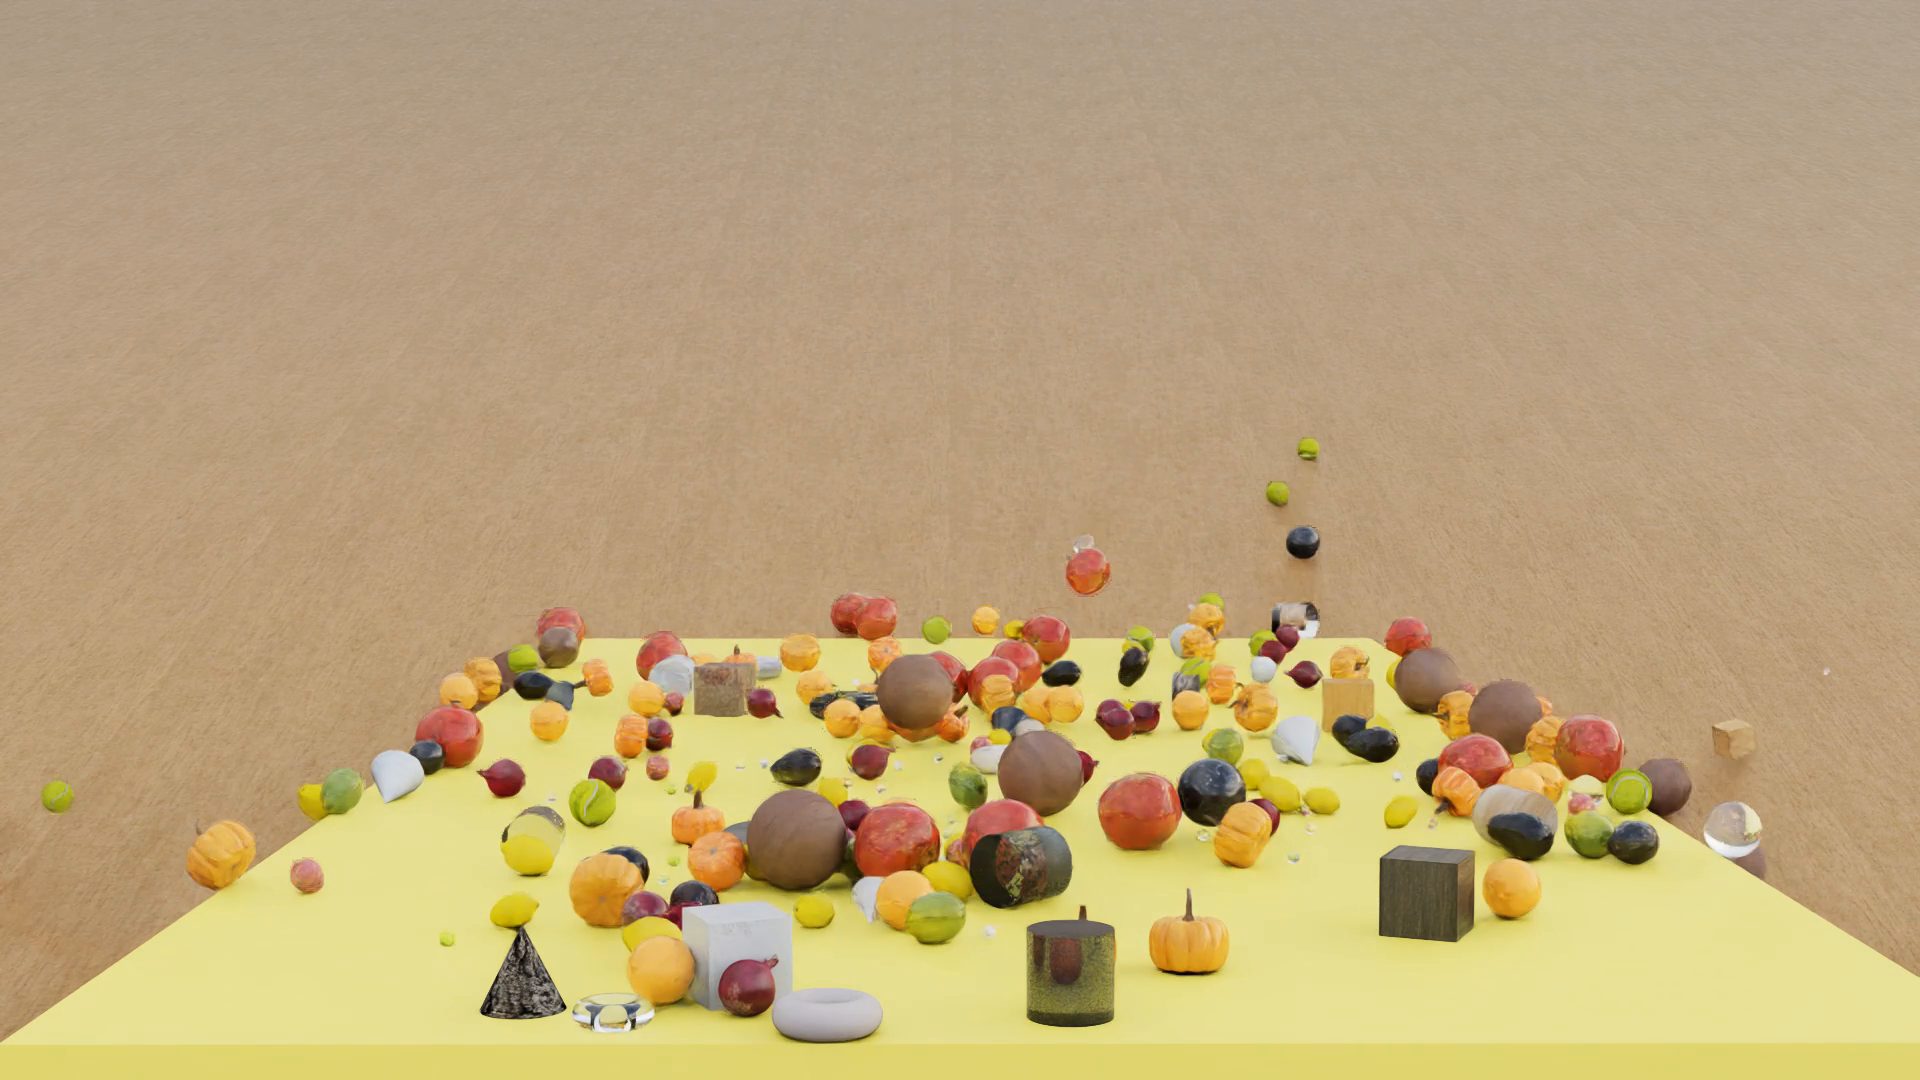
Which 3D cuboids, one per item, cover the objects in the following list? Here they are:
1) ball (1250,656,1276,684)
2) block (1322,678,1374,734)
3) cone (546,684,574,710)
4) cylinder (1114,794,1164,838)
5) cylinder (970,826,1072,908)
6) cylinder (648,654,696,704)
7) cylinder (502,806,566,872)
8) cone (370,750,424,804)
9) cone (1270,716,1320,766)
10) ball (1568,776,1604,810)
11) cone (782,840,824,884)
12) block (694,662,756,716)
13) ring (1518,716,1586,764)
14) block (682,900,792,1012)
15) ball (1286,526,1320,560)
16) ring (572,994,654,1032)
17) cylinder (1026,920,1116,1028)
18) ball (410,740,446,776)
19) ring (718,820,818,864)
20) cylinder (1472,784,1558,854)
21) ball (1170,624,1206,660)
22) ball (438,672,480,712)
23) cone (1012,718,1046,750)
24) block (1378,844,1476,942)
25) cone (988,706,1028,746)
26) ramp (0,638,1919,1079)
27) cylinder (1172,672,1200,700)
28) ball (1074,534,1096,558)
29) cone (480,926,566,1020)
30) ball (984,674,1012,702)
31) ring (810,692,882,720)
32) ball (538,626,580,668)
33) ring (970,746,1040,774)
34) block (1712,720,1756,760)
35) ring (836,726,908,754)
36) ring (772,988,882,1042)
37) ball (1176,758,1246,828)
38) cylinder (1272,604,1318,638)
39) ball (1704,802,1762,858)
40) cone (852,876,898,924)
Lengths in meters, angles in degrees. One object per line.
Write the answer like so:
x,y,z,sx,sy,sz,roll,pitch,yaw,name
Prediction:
0.656,0.280,5.561,0.059,0.059,0.059,0,20,0,ball
0.727,0.310,4.812,0.092,0.092,0.092,0,4,4,block
-0.786,0.324,5.120,0.062,0.062,0.062,-12,21,-30,cone
0.257,0.398,3.696,0.055,0.055,0.055,9,7,24,cylinder
0.077,0.409,3.220,0.091,0.091,0.091,19,13,41,cylinder
-0.585,0.284,5.254,0.090,0.090,0.090,1,3,3,cylinder
-0.574,0.402,3.461,0.077,0.077,0.077,0,3,-1,cylinder
-0.889,0.387,4.012,0.085,0.085,0.085,1,30,2,cone
0.586,0.362,4.391,0.090,0.090,0.090,-3,31,-9,cone
0.954,0.385,3.909,0.053,0.053,0.053,0,20,0,ball
-0.193,0.433,3.366,0.058,0.058,0.058,-12,36,-30,cone
-0.464,0.294,5.065,0.094,0.094,0.094,1,4,15,block
1.154,0.398,5.017,0.141,0.141,0.047,8,52,21,ring
-0.236,0.440,2.723,0.092,0.092,0.092,-2,4,-23,block
0.979,0.007,7.334,0.096,0.096,0.096,0,20,0,ball
-0.352,0.480,2.606,0.083,0.028,0.083,0,2,0,ring
0.114,0.445,2.641,0.091,0.091,0.091,0,4,0,cylinder
-0.885,0.361,4.265,0.060,0.060,0.060,0,20,0,ball
-0.262,0.414,3.518,0.139,0.046,0.139,-2,4,0,ring
0.776,0.389,3.591,0.085,0.085,0.085,-9,7,-22,cylinder
0.535,0.238,6.028,0.085,0.085,0.085,0,20,0,ball
-1.235,0.373,6.329,0.098,0.098,0.098,0,20,0,ball
0.127,0.359,4.548,0.061,0.061,0.061,-3,31,-9,cone
0.554,0.419,3.047,0.093,0.093,0.093,2,4,24,block
0.080,0.352,4.587,0.081,0.081,0.081,5,40,13,cone
0.047,0.424,4.534,2.000,0.100,4.000,0,4,0,ramp
0.463,0.301,5.259,0.054,0.054,0.054,3,20,10,cylinder
0.358,0.017,7.352,0.065,0.065,0.065,0,20,0,ball
-0.455,0.444,2.673,0.090,0.090,0.090,0,4,0,cone
0.076,0.302,5.223,0.057,0.057,0.057,0,20,0,ball
-0.221,0.322,4.989,0.143,0.048,0.143,-1,2,0,ring
-0.915,0.245,5.859,0.095,0.095,0.095,0,20,0,ball
0.077,0.368,4.308,0.118,0.039,0.118,0,2,0,ring
1.812,0.466,6.015,0.067,0.067,0.067,-14,12,-16,block
-0.156,0.370,4.557,0.131,0.044,0.131,4,21,-2,ring
-0.133,0.476,2.577,0.112,0.037,0.112,0,2,0,ring
0.357,0.359,3.649,0.099,0.099,0.099,0,20,0,ball
0.872,0.211,6.691,0.092,0.092,0.092,-1,17,31,cylinder
1.064,0.399,3.536,0.078,0.078,0.078,0,20,0,ball
-0.106,0.448,3.117,0.057,0.057,0.057,1,30,4,cone
